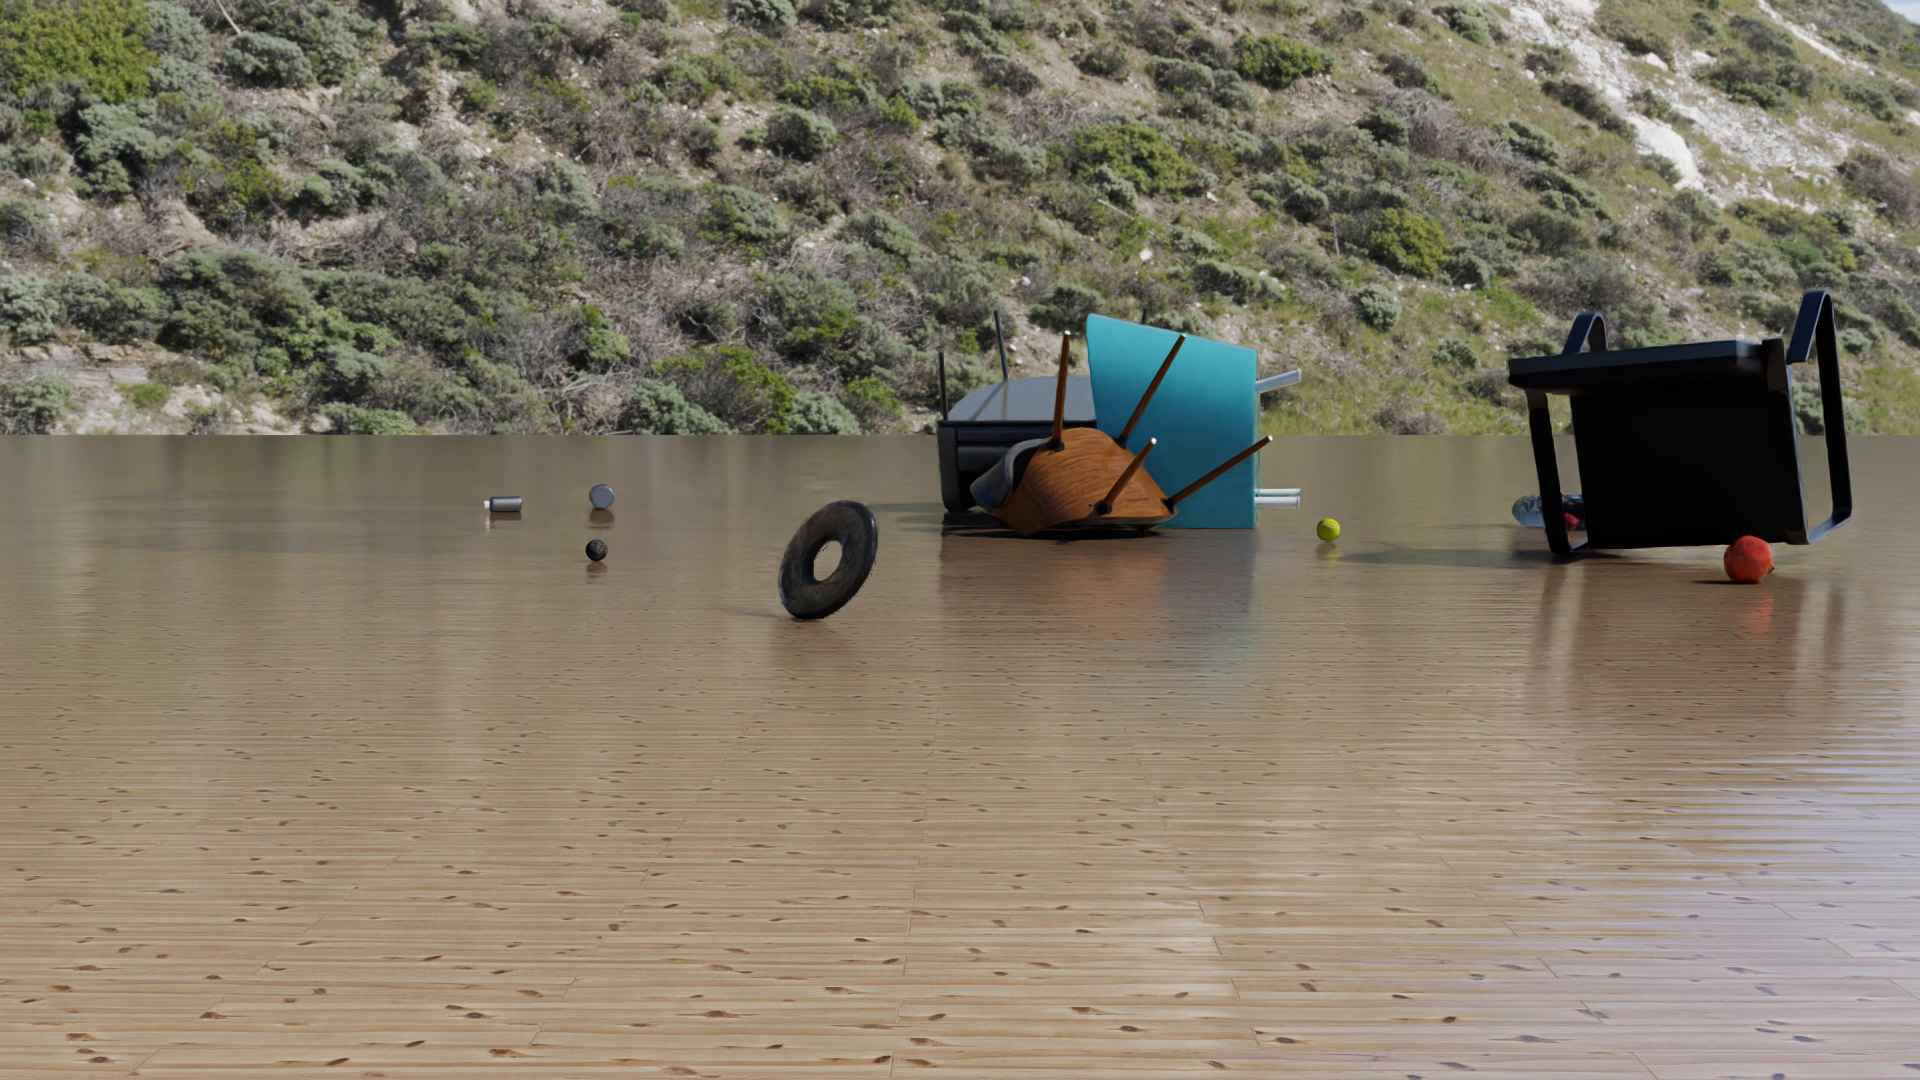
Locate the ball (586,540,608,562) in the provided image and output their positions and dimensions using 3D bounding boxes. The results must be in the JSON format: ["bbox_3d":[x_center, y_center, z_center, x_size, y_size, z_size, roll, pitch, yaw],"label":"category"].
[{"bbox_3d":[-0.949,0.027,5.743,0.057,0.057,0.057,0,4,0],"label":"ball"}]

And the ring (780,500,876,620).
[{"bbox_3d":[-0.258,0.040,4.281,0.276,0.201,0.043,-46,-33,24],"label":"ring"}]

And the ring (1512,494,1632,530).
[{"bbox_3d":[1.982,-0.092,7.127,0.375,0.104,0.262,2,4,22],"label":"ring"}]
